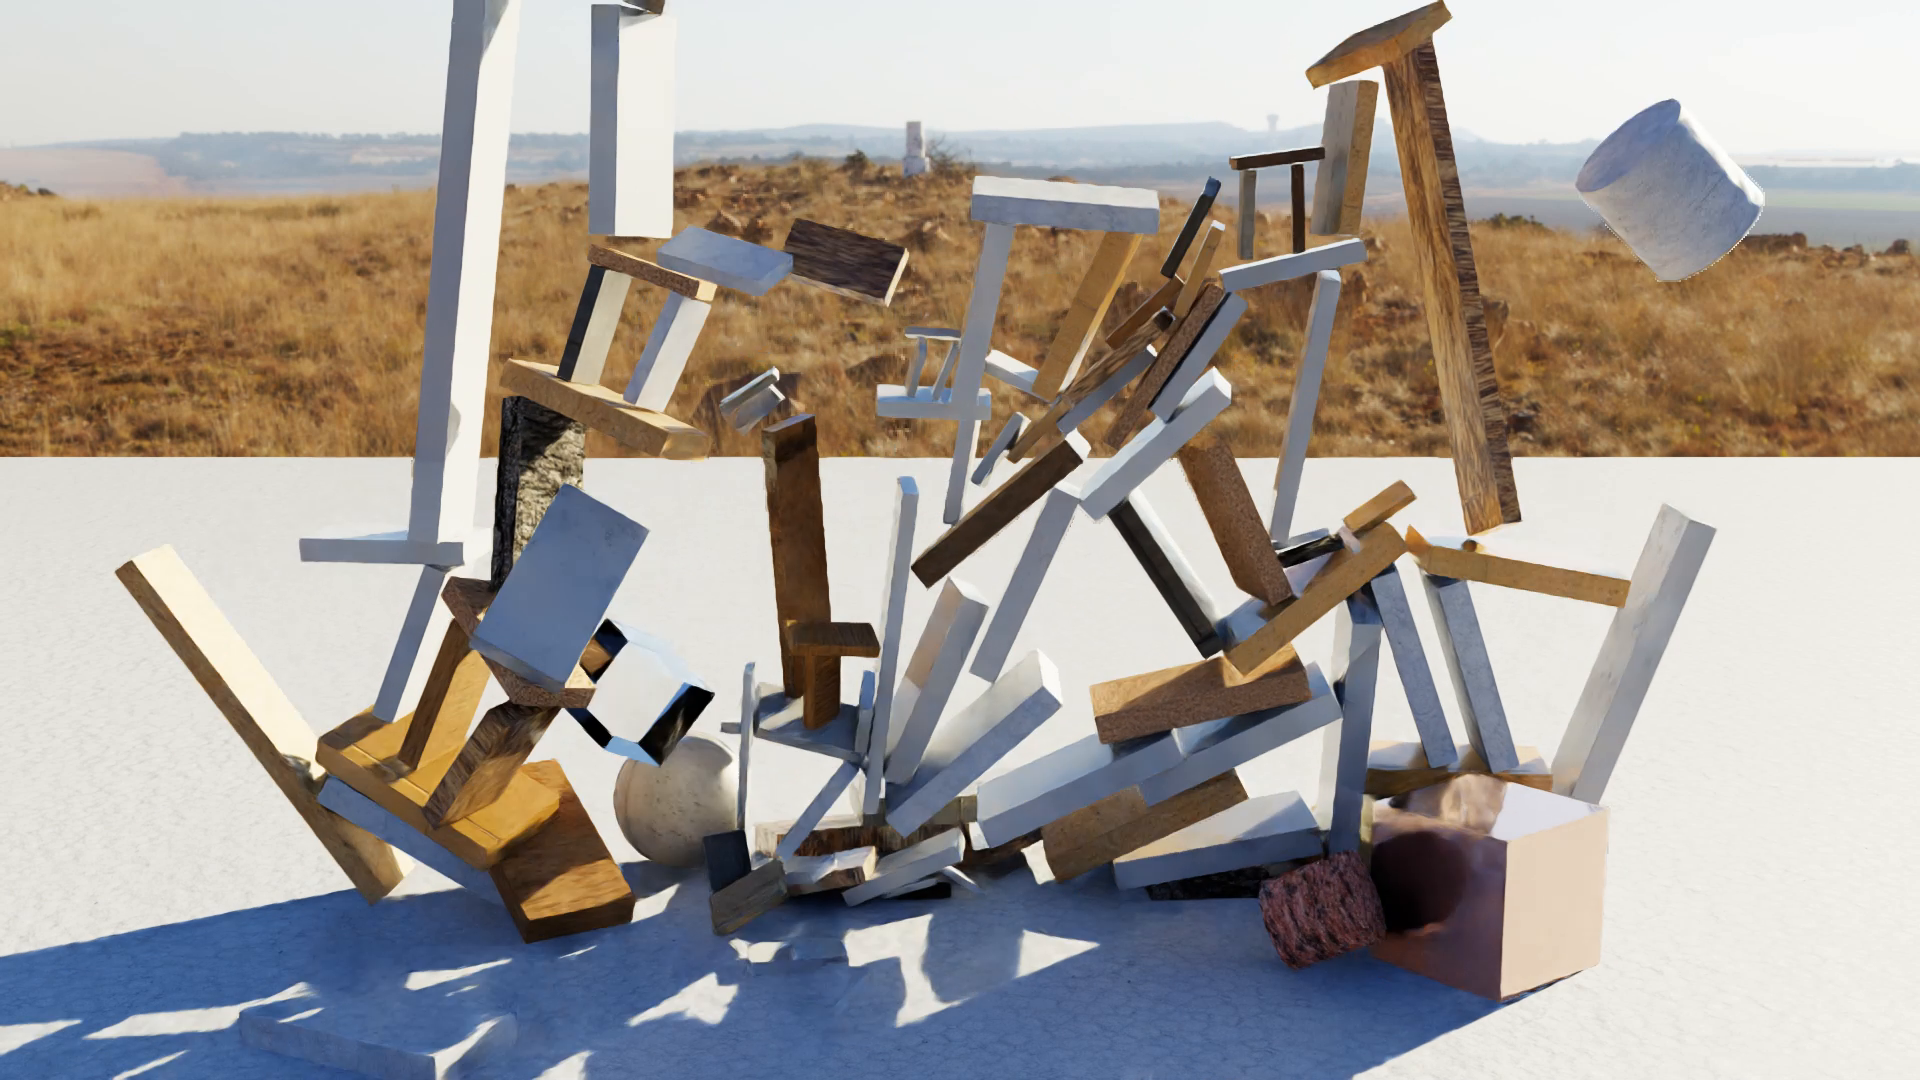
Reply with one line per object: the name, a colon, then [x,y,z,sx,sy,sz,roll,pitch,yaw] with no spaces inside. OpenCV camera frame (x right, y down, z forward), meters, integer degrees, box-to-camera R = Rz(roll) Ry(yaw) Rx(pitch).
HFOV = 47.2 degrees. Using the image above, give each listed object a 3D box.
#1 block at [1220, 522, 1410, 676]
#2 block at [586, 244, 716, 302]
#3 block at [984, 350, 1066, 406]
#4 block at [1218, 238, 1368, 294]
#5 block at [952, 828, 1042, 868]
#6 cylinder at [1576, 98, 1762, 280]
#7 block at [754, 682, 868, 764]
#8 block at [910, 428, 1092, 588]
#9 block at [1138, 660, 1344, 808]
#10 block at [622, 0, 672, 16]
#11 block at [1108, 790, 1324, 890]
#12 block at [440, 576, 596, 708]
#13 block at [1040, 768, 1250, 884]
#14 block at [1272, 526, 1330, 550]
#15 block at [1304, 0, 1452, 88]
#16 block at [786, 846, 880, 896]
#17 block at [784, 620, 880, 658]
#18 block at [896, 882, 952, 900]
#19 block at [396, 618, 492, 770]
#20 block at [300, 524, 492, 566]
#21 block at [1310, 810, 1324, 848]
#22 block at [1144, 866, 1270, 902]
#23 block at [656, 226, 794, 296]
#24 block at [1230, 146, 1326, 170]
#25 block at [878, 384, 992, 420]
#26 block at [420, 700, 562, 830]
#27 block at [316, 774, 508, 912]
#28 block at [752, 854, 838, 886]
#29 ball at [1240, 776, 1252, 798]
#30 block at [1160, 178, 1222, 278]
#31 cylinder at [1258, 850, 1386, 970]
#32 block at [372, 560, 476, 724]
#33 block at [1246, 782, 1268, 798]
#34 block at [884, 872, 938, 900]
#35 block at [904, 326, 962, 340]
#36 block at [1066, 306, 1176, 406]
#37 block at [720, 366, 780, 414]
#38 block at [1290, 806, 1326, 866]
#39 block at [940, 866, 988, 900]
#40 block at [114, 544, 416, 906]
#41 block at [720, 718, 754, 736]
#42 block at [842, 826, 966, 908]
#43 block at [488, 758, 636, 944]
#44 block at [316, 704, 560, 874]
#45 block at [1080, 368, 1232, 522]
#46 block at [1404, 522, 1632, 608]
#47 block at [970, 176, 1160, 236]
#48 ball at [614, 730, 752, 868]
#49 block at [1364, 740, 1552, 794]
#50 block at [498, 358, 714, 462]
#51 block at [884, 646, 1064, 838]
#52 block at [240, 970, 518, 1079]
block: [0.565,0.085,3.600,0.335,0.047,0.167,-38,11,1]
block: [-0.484,-0.420,3.459,0.186,0.026,0.093,20,6,8]
block: [0.104,-0.264,3.564,0.134,0.019,0.067,26,24,3]
block: [0.526,-0.436,3.491,0.225,0.032,0.113,-13,8,6]
block: [0.070,0.529,3.848,0.102,0.029,0.204,-11,3,33]
cylinder: [1.160,-0.572,3.601,0.209,0.209,0.209,43,1,-14]
block: [-0.245,0.299,3.604,0.190,0.027,0.095,16,45,-20]
block: [0.068,-0.055,3.608,0.330,0.047,0.165,-39,3,12]
block: [0.451,0.317,3.621,0.346,0.049,0.173,-26,12,6]
block: [-0.615,-0.896,3.395,0.347,0.049,0.173,19,12,-9]
block: [0.421,0.505,3.707,0.346,0.049,0.173,-10,14,-1]
block: [-0.687,0.158,3.412,0.135,0.038,0.270,8,30,-47]
block: [0.306,0.454,3.698,0.346,0.049,0.173,-25,14,5]
block: [0.547,0.002,3.606,0.108,0.015,0.054,-16,-2,-7]
block: [0.667,-0.792,3.522,0.119,0.034,0.239,-39,15,-21]
block: [-0.244,0.554,3.644,0.204,0.029,0.102,-12,9,12]
block: [-0.204,0.157,3.506,0.142,0.020,0.071,3,30,-19]
block: [-0.061,0.584,3.664,0.091,0.013,0.045,-1,11,-5]
block: [-0.807,0.231,3.528,0.038,0.270,0.135,30,22,11]
block: [-0.913,0.007,3.564,0.270,0.038,0.135,1,10,6]
block: [0.550,0.512,3.784,0.203,0.029,0.102,-10,15,-17]
block: [0.414,0.571,3.691,0.203,0.029,0.102,-1,11,-6]
block: [-0.366,-0.435,3.419,0.190,0.027,0.095,19,40,21]
block: [0.498,-0.600,3.455,0.139,0.020,0.069,-7,11,0]
block: [-0.042,-0.221,3.543,0.182,0.026,0.091,2,21,-3]
block: [-0.727,0.337,3.422,0.038,0.270,0.135,48,36,13]
block: [-0.872,0.477,3.663,0.359,0.051,0.180,30,12,-1]
block: [-0.283,0.543,3.608,0.148,0.021,0.074,-9,11,32]
ball: [0.445,0.471,3.903,0.149,0.149,0.149,0,11,0]
block: [0.364,-0.491,3.464,0.021,0.151,0.076,27,33,1]
cylinder: [0.547,0.558,3.320,0.142,0.142,0.142,-24,2,21]
block: [-0.874,0.156,3.590,0.038,0.270,0.135,23,13,4]
block: [0.527,0.496,4.095,0.102,0.029,0.203,-2,11,-8]
block: [-0.082,0.568,3.641,0.091,0.013,0.045,-16,13,5]
block: [-0.043,-0.330,3.511,0.090,0.013,0.045,4,-1,-2]
block: [0.257,-0.295,3.521,0.190,0.027,0.095,-39,5,26]
block: [-0.326,-0.232,3.407,0.101,0.014,0.050,-32,14,7]
block: [0.699,0.502,3.900,0.302,0.043,0.151,-17,18,-33]
block: [0.001,0.561,3.646,0.091,0.013,0.045,35,0,-16]
block: [-1.143,0.303,3.636,0.038,0.680,0.135,-35,6,11]
block: [-0.379,0.330,3.890,0.068,0.019,0.137,3,-2,4]
block: [-0.092,0.540,3.632,0.204,0.029,0.102,-24,8,8]
block: [-0.684,0.502,3.595,0.180,0.051,0.359,-7,38,-31]
block: [-0.853,0.391,3.592,0.359,0.051,0.180,29,35,18]
block: [0.313,-0.153,3.518,0.287,0.041,0.144,-42,7,15]
block: [0.901,0.040,3.572,0.328,0.046,0.164,10,13,-4]
block: [0.163,-0.523,3.433,0.288,0.041,0.144,5,21,1]
ball: [-0.478,0.446,3.794,0.238,0.238,0.238,0,11,0]
block: [0.816,0.381,3.657,0.302,0.043,0.151,2,13,3]
block: [-0.557,-0.204,3.467,0.307,0.043,0.153,24,8,18]
block: [0.020,0.334,3.640,0.346,0.049,0.173,-41,15,11]
block: [-0.808,0.679,3.057,0.344,0.049,0.172,5,12,26]
